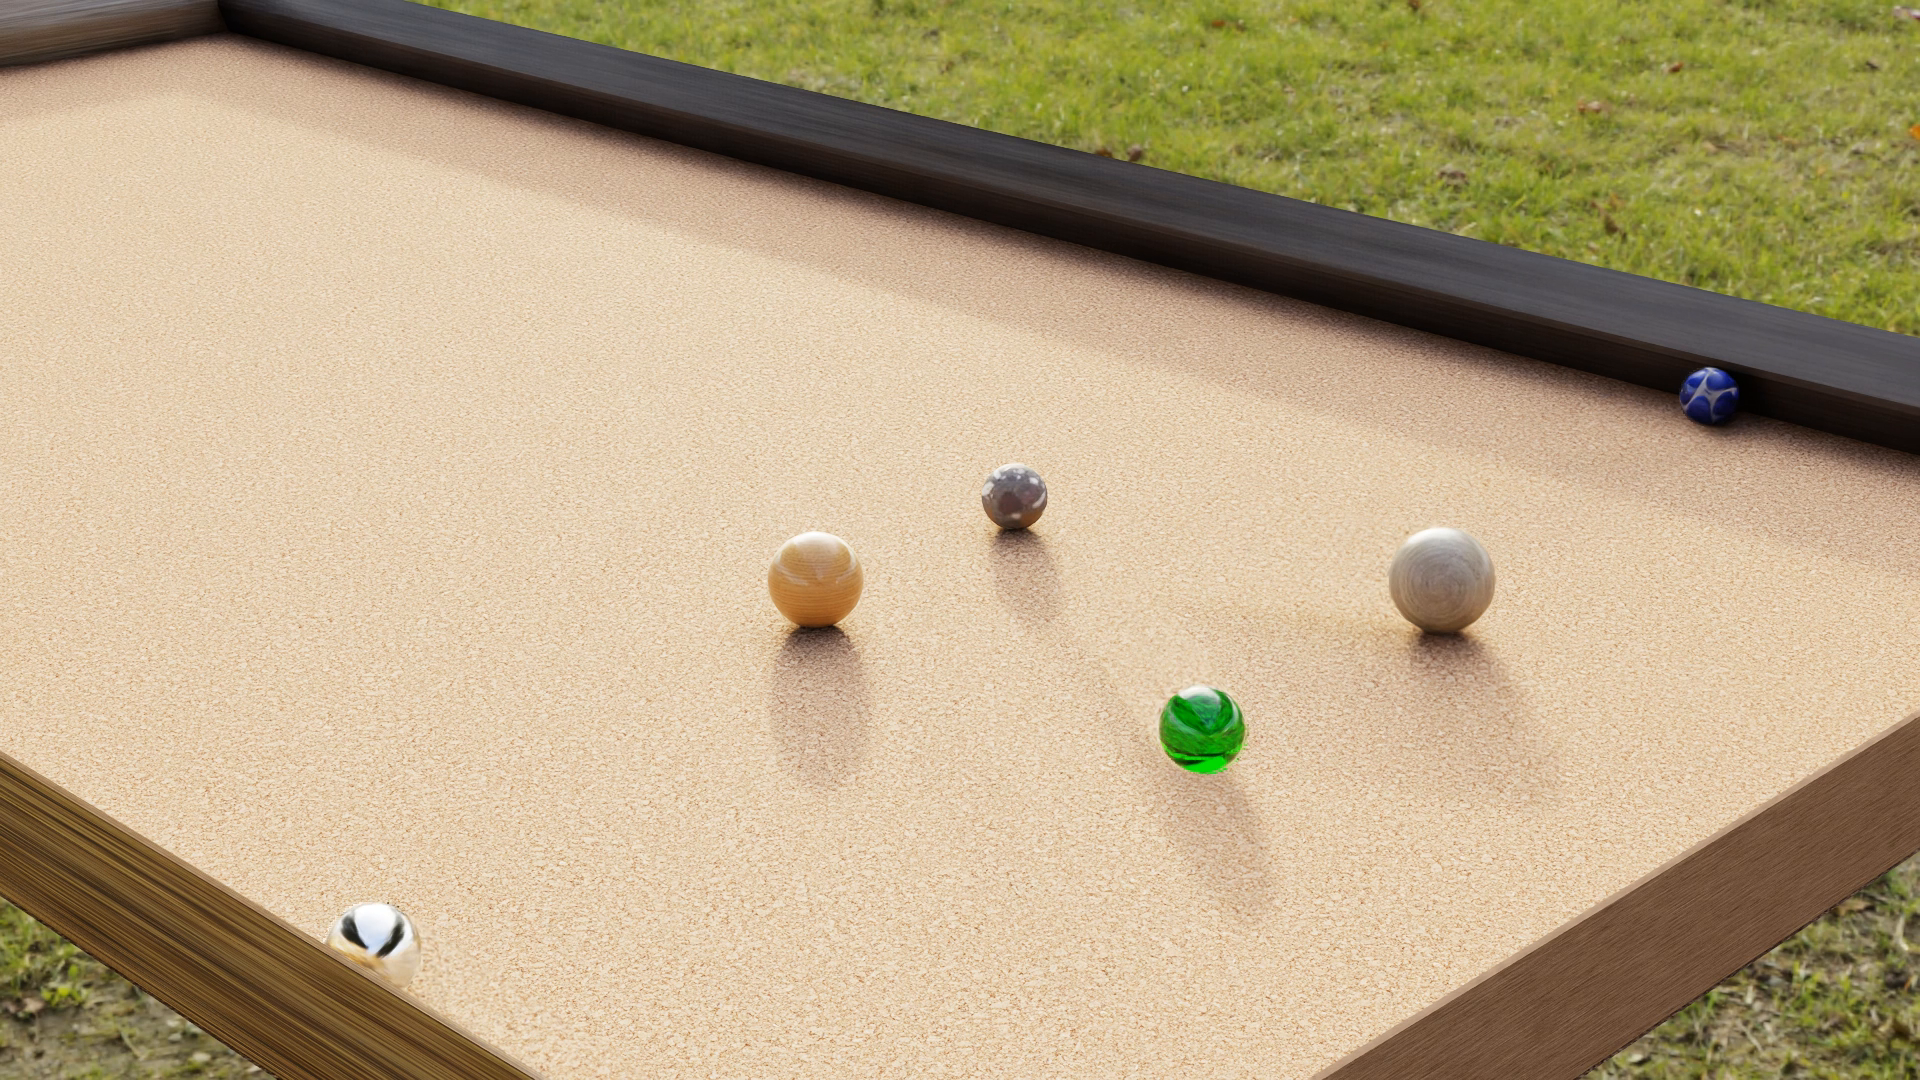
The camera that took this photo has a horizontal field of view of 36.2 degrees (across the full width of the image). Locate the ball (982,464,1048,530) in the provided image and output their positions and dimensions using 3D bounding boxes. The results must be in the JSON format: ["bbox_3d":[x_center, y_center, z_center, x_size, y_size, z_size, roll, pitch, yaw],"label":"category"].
[{"bbox_3d":[0.051,-0.041,2.764,0.062,0.062,0.062,0,21,0],"label":"ball"}]

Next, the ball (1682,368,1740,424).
[{"bbox_3d":[0.778,-0.149,3.052,0.059,0.059,0.059,0,21,0],"label":"ball"}]

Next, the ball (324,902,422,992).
[{"bbox_3d":[-0.388,0.272,1.946,0.064,0.064,0.064,0,21,0],"label":"ball"}]

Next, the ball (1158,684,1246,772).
[{"bbox_3d":[0.187,0.146,2.270,0.068,0.068,0.068,0,21,0],"label":"ball"}]

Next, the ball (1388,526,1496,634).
[{"bbox_3d":[0.414,0.034,2.527,0.091,0.091,0.091,0,21,0],"label":"ball"}]

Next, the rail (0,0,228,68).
[{"bbox_3d":[-1.869,-0.683,4.358,0.045,0.119,1.832,19,28,41],"label":"rail"}]

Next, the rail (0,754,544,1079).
[{"bbox_3d":[-1.255,-0.018,2.623,3.530,0.119,0.045,19,28,41],"label":"rail"}]

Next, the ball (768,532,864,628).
[{"bbox_3d":[-0.125,0.034,2.539,0.083,0.083,0.083,0,21,0],"label":"ball"}]

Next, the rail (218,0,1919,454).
[{"bbox_3d":[-0.002,-0.473,3.810,3.530,0.119,0.045,19,28,41],"label":"rail"}]

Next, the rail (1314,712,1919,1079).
[{"bbox_3d":[0.612,0.192,2.076,0.045,0.119,1.832,19,28,41],"label":"rail"}]
